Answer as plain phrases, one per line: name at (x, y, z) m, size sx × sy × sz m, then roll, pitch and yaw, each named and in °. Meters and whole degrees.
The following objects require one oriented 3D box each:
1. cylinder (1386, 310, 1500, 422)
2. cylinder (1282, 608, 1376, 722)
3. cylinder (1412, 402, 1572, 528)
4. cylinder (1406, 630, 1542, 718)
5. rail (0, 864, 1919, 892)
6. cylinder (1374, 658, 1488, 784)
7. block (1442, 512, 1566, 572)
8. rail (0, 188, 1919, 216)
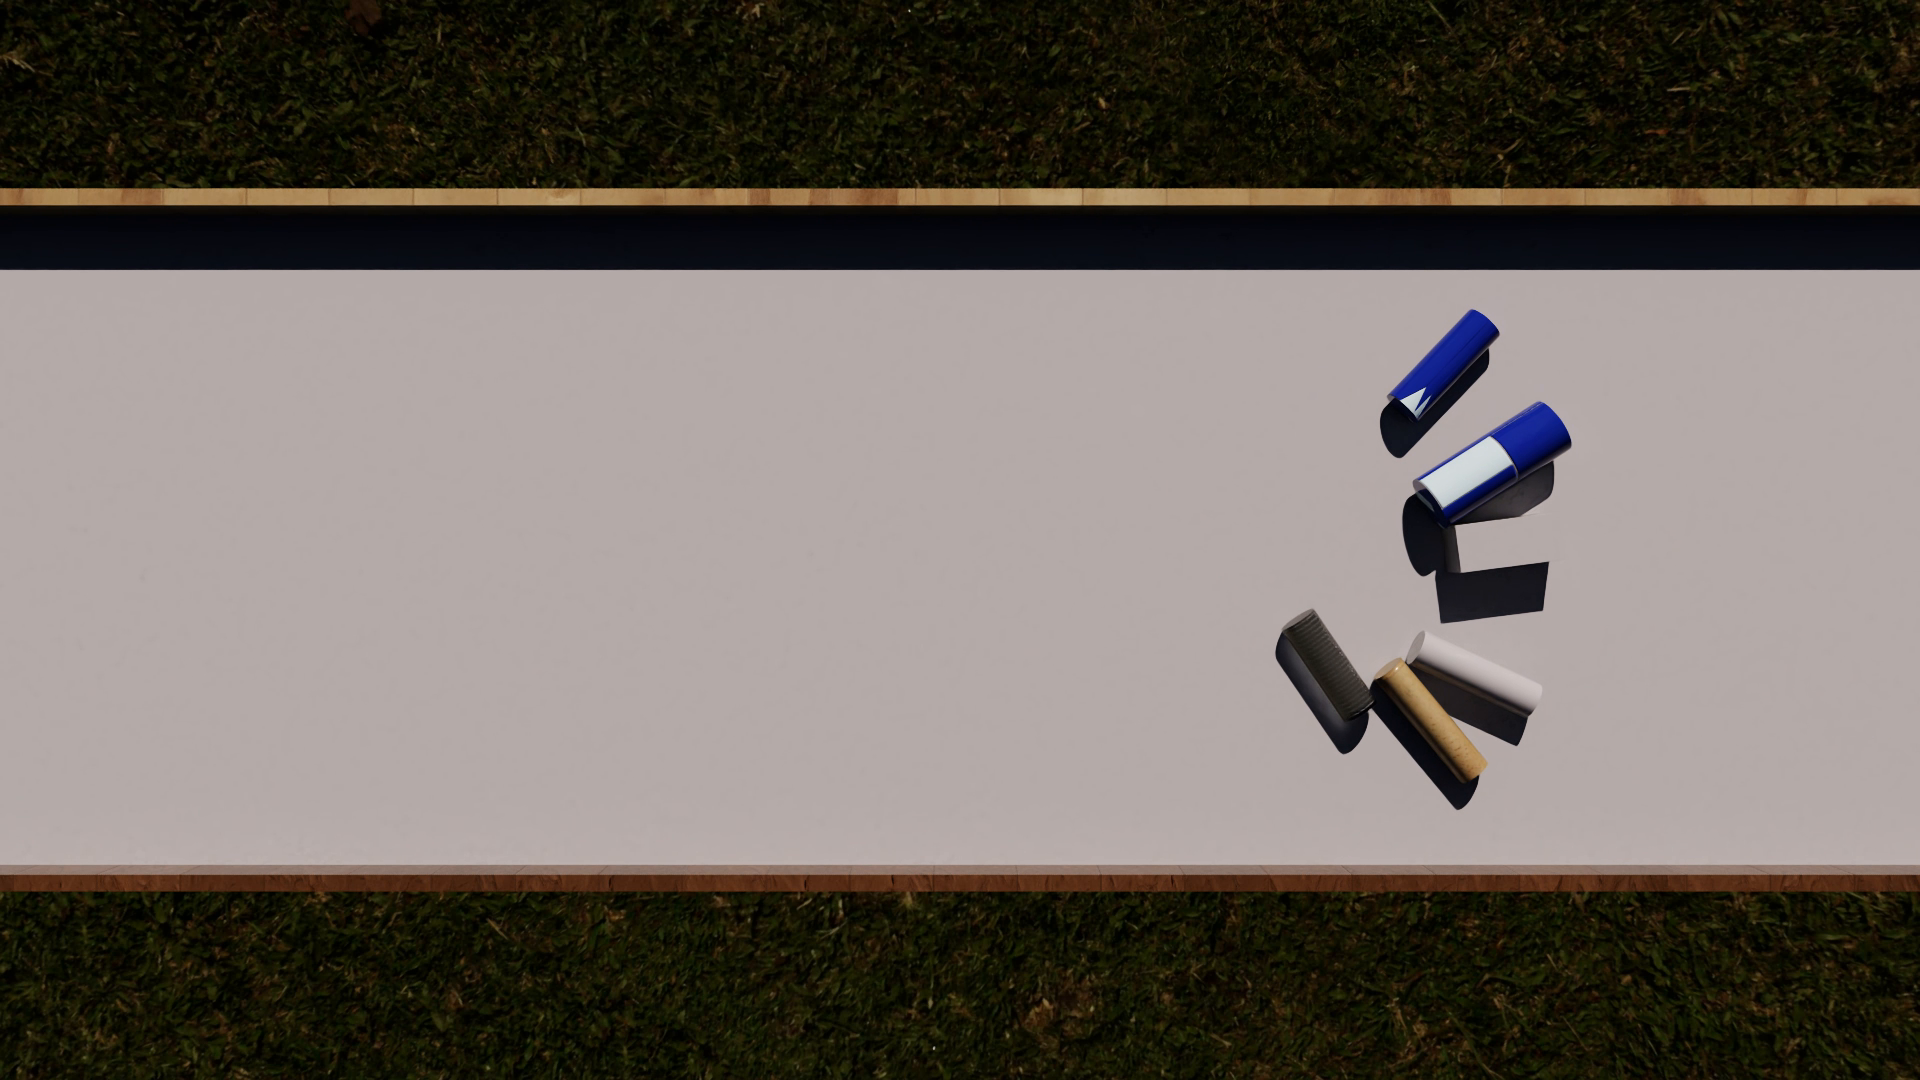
cylinder at (1.469, -0.529, 5.016) m, size 0.122 × 0.122 × 0.360 m, roll 44°, pitch 90°, yaw 0°
cylinder at (1.123, 0.381, 5.018) m, size 0.116 × 0.116 × 0.339 m, roll -34°, pitch 90°, yaw 0°
cylinder at (1.608, -0.227, 4.989) m, size 0.441 × 0.175 × 0.175 m, roll -33°, pitch 90°, yaw 0°
cylinder at (1.564, 0.408, 5.020) m, size 0.389 × 0.114 × 0.114 m, roll 25°, pitch 90°, yaw 0°
rail at (-2.247, 1.025, 5.001) m, size 12.000 × 0.150 × 0.050 m, roll 0°, pitch 90°, yaw 0°
cylinder at (1.434, 0.549, 5.025) m, size 0.104 × 0.104 × 0.411 m, roll -40°, pitch 90°, yaw 0°
block at (1.648, 0.007, 5.005) m, size 0.318 × 0.143 × 0.143 m, roll -7°, pitch 90°, yaw 0°
rail at (-2.247, -1.025, 5.002) m, size 12.000 × 0.150 × 0.050 m, roll 0°, pitch 90°, yaw 0°
